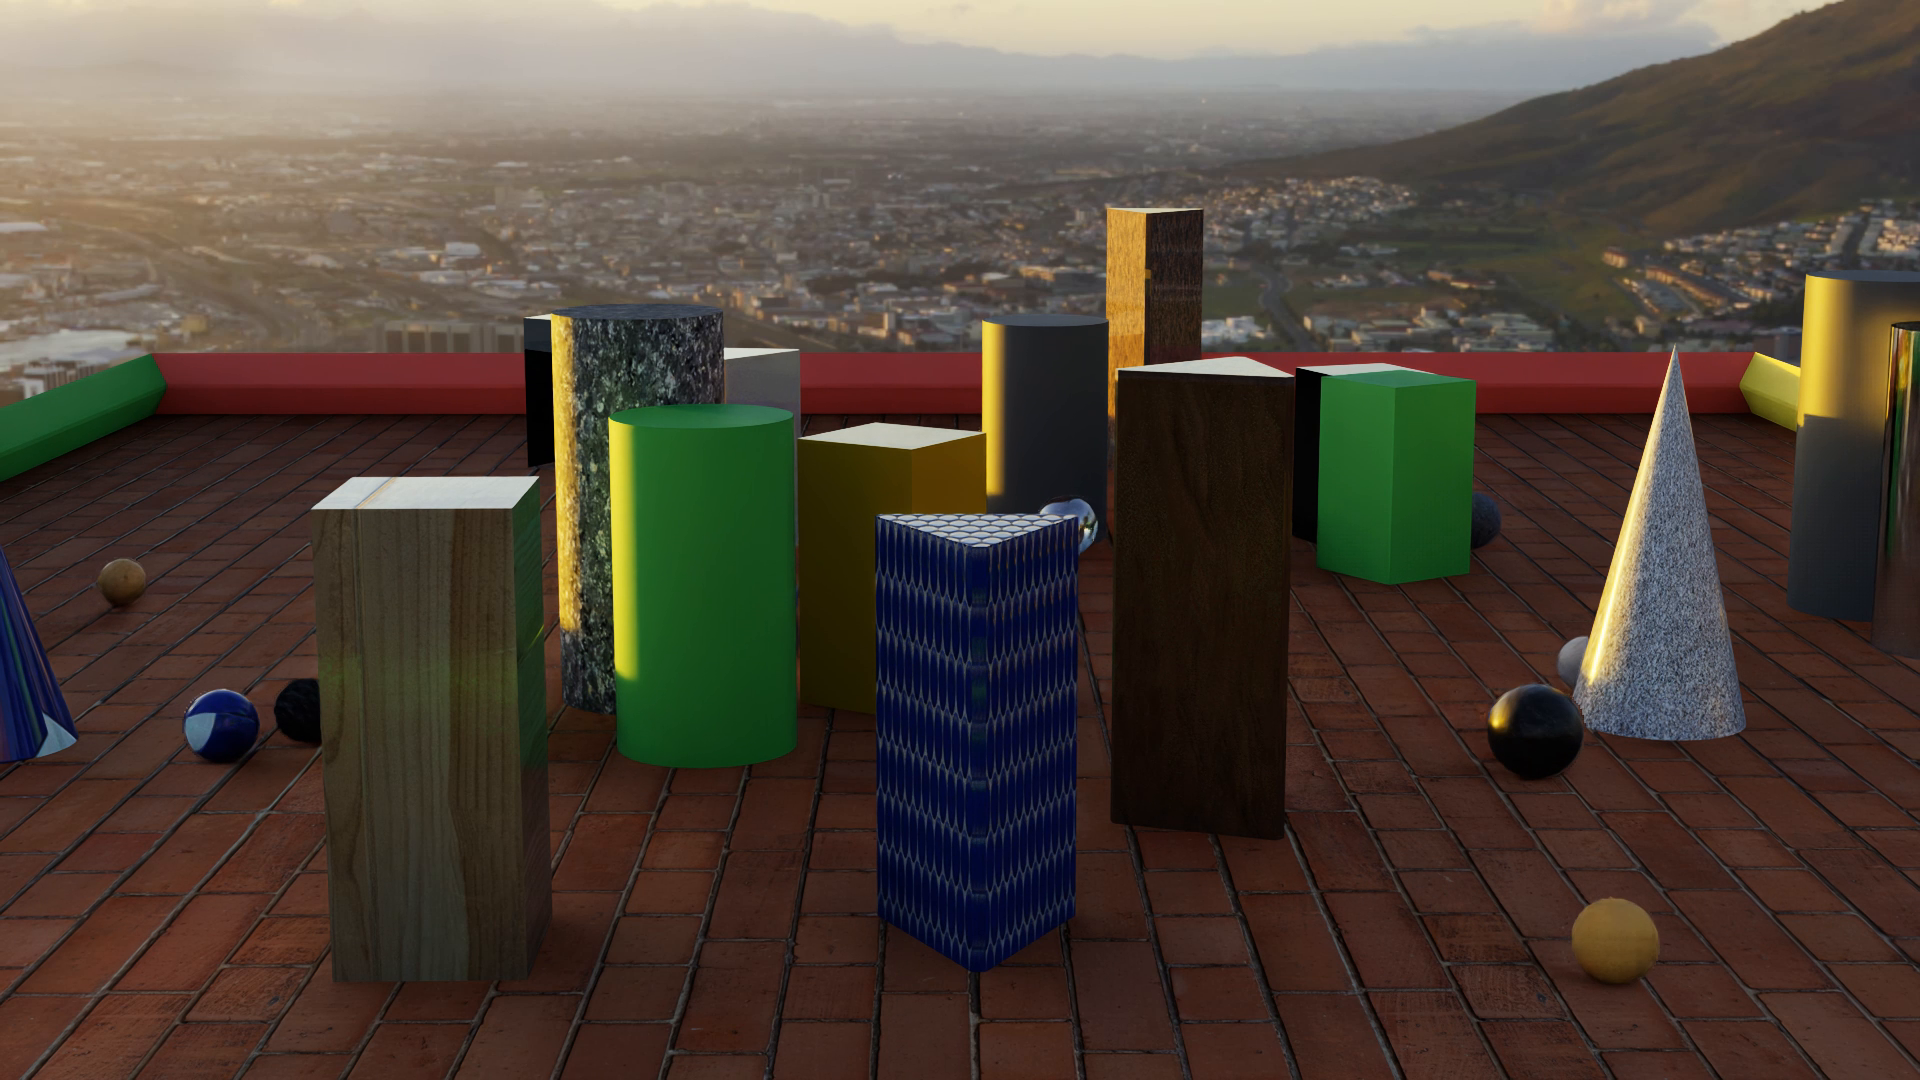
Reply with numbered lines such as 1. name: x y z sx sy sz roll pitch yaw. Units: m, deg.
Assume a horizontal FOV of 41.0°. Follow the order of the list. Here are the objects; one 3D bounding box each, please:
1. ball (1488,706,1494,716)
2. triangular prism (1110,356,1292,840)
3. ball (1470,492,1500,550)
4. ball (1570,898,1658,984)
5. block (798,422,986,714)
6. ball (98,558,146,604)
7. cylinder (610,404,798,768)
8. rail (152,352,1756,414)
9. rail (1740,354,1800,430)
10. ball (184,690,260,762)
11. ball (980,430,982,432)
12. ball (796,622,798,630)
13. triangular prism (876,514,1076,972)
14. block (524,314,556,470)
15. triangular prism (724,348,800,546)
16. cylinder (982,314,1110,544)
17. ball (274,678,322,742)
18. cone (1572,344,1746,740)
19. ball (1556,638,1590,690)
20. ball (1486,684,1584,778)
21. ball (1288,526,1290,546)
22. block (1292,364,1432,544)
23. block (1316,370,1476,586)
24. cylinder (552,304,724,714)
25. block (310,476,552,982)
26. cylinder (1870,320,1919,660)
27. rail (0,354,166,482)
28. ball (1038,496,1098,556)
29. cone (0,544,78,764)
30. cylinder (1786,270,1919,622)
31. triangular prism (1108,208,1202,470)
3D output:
1. ball: 0.600 0.195 2.809 0.043 0.043 0.043 0 11 0
2. triangular prism: 0.251 0.050 2.496 0.169 0.443 0.146 4 11 20
3. ball: 0.775 -0.030 3.896 0.088 0.088 0.088 0 11 0
4. ball: 0.525 0.321 2.059 0.068 0.068 0.068 0 11 0
5. block: -0.077 0.032 2.960 0.156 0.308 0.156 7 12 32
6. ball: -1.141 0.057 3.497 0.063 0.063 0.063 0 11 0
7. cylinder: -0.274 0.045 2.750 0.195 0.359 0.195 0 11 0
8. rail: -0.011 -0.327 5.384 3.378 0.127 0.045 0 11 0
9. rail: 1.665 0.031 3.458 0.045 0.127 3.984 0 11 0
10. ball: -0.780 0.196 2.713 0.076 0.076 0.076 0 11 0
11. ball: 0.077 -0.187 4.756 0.084 0.084 0.084 0 11 0
12. ball: -0.248 0.106 3.139 0.097 0.097 0.097 0 11 0
13. triangular prism: 0.036 0.158 2.160 0.146 0.352 0.169 -6 12 -30
14. block: -0.684 -0.273 4.695 0.156 0.274 0.156 6 12 29
15. triangular prism: -0.353 -0.137 3.894 0.146 0.300 0.169 8 13 38
16. cylinder: 0.132 -0.172 3.980 0.195 0.338 0.195 0 11 0
17. ball: -0.710 0.185 2.791 0.069 0.069 0.069 0 11 0
18. cone: 0.786 -0.008 2.856 0.195 0.425 0.195 0 11 0
19. ball: 0.734 0.146 3.014 0.064 0.064 0.064 0 11 0
20. ball: 0.594 0.197 2.649 0.097 0.097 0.097 0 11 0
21. ball: 0.449 -0.006 3.793 0.079 0.079 0.079 0 11 0
22. block: 0.620 -0.129 3.949 0.156 0.264 0.156 -4 11 -21
23. block: 0.630 -0.094 3.713 0.156 0.281 0.156 -7 13 -33
24. cylinder: -0.367 -0.040 2.960 0.195 0.449 0.195 0 11 0
25. block: -0.428 0.151 2.106 0.156 0.386 0.156 0 11 -1
26. cylinder: 1.254 -0.063 3.209 0.195 0.405 0.195 0 11 0
27. rail: -1.665 0.034 3.440 0.045 0.127 3.984 0 11 0
28. ball: 0.159 -0.021 3.837 0.092 0.092 0.092 0 11 0
29. cone: -1.060 0.064 2.758 0.195 0.319 0.195 0 11 0
30. cylinder: 1.225 -0.130 3.444 0.195 0.449 0.195 0 11 0
31. triangular prism: 0.323 -0.356 4.602 0.146 0.471 0.169 8 13 38
